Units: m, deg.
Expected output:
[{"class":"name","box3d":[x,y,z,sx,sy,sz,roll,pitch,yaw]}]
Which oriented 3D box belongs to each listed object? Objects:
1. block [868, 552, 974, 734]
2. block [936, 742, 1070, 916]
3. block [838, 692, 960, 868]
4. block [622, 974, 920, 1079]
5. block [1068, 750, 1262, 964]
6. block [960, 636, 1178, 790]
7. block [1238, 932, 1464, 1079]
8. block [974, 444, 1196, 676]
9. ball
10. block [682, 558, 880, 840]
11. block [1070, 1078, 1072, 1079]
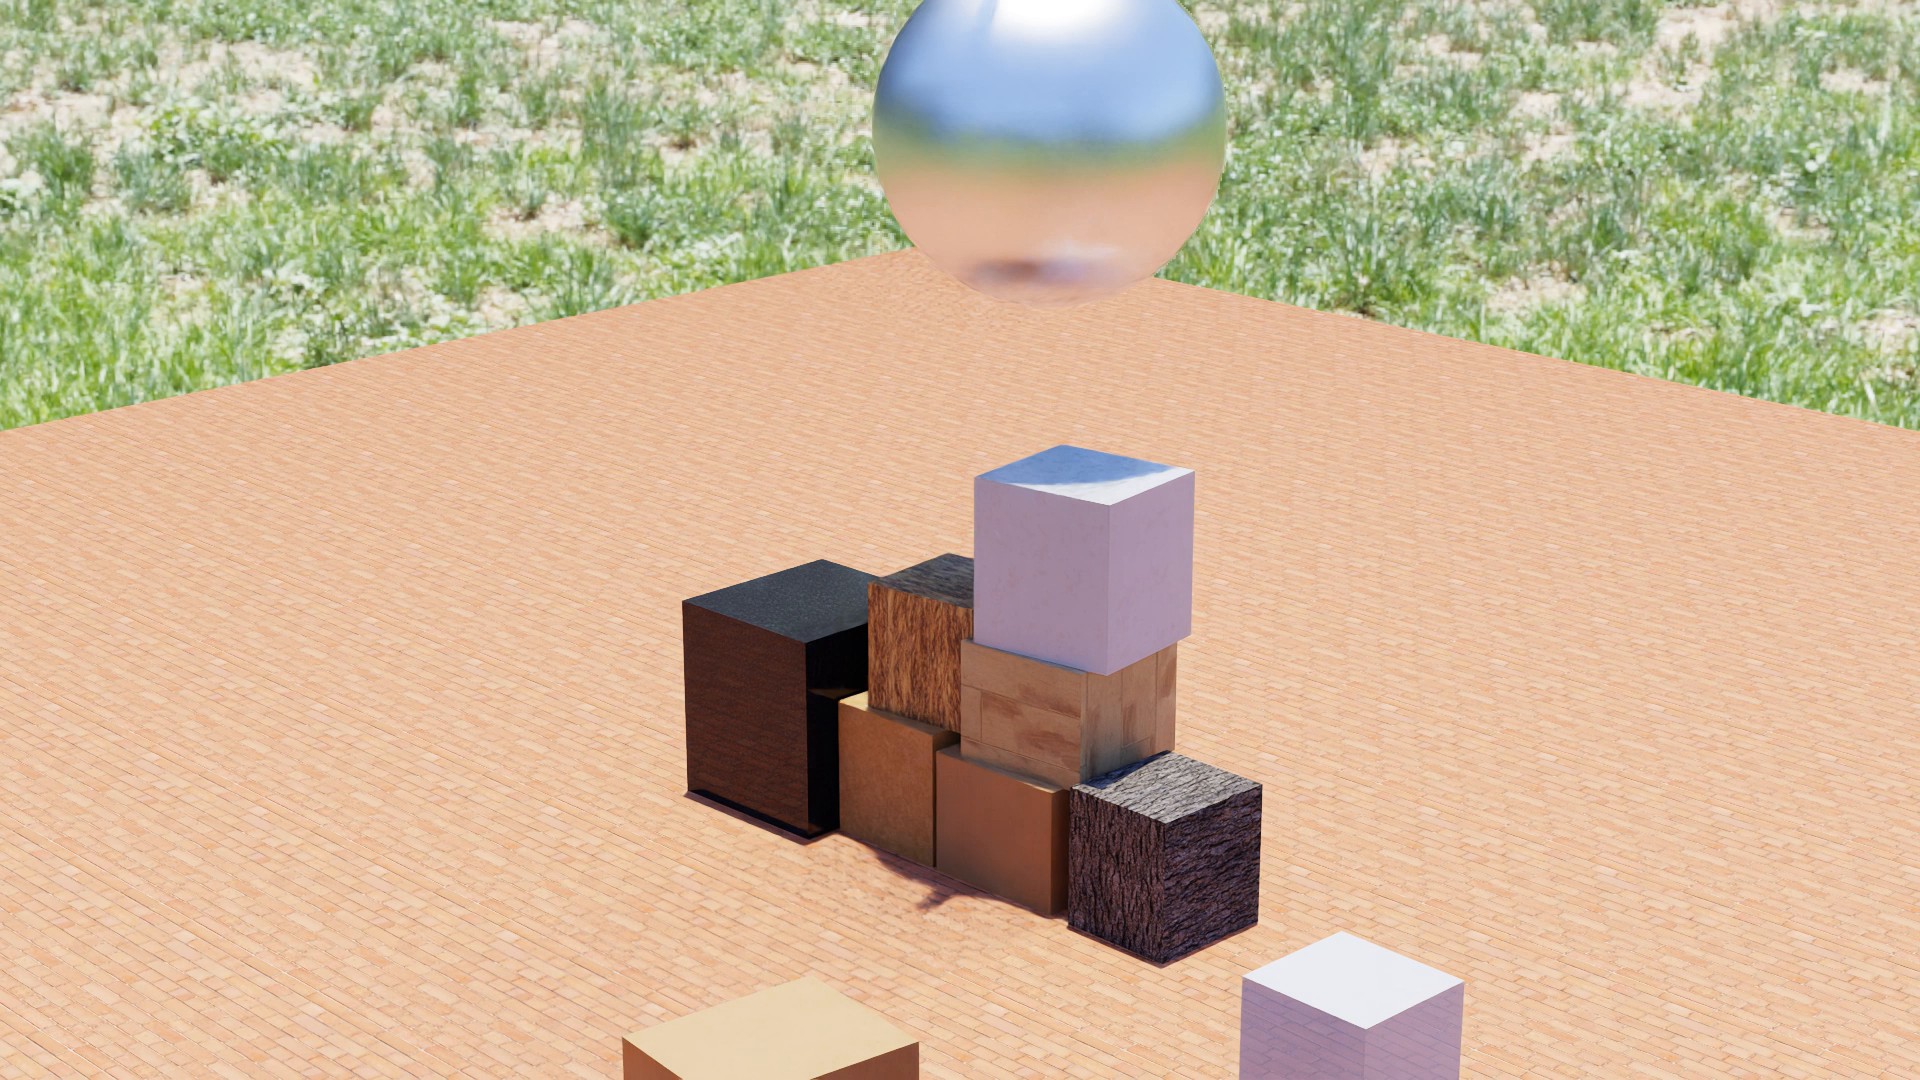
[{"class":"block","box3d":[0.000,0.477,13.629,0.616,0.610,0.591,14,22,37]},{"class":"block","box3d":[0.353,1.253,13.381,0.712,0.586,0.590,16,24,42]},{"class":"block","box3d":[-0.136,1.070,13.848,0.602,0.654,0.630,-17,24,-42]},{"class":"block","box3d":[-0.670,2.103,10.452,0.813,0.720,0.667,-13,22,-35]},{"class":"block","box3d":[0.899,1.380,12.866,0.629,0.653,0.563,-16,24,-42]},{"class":"block","box3d":[0.491,0.702,13.230,0.687,0.555,0.695,14,23,39]},{"class":"block","box3d":[1.466,1.951,11.029,0.575,0.664,0.593,-16,23,-41]},{"class":"block","box3d":[0.550,0.075,13.015,0.719,0.770,0.670,13,21,35]},{"class":"ball","box3d":[0.401,-1.849,13.180,1.600,1.600,1.600,0,17,0]},{"class":"block","box3d":[-0.705,0.755,14.299,0.877,0.985,0.923,16,24,42]},{"class":"block","box3d":[0.475,2.332,9.761,0.686,0.698,0.685,11,21,32]}]
